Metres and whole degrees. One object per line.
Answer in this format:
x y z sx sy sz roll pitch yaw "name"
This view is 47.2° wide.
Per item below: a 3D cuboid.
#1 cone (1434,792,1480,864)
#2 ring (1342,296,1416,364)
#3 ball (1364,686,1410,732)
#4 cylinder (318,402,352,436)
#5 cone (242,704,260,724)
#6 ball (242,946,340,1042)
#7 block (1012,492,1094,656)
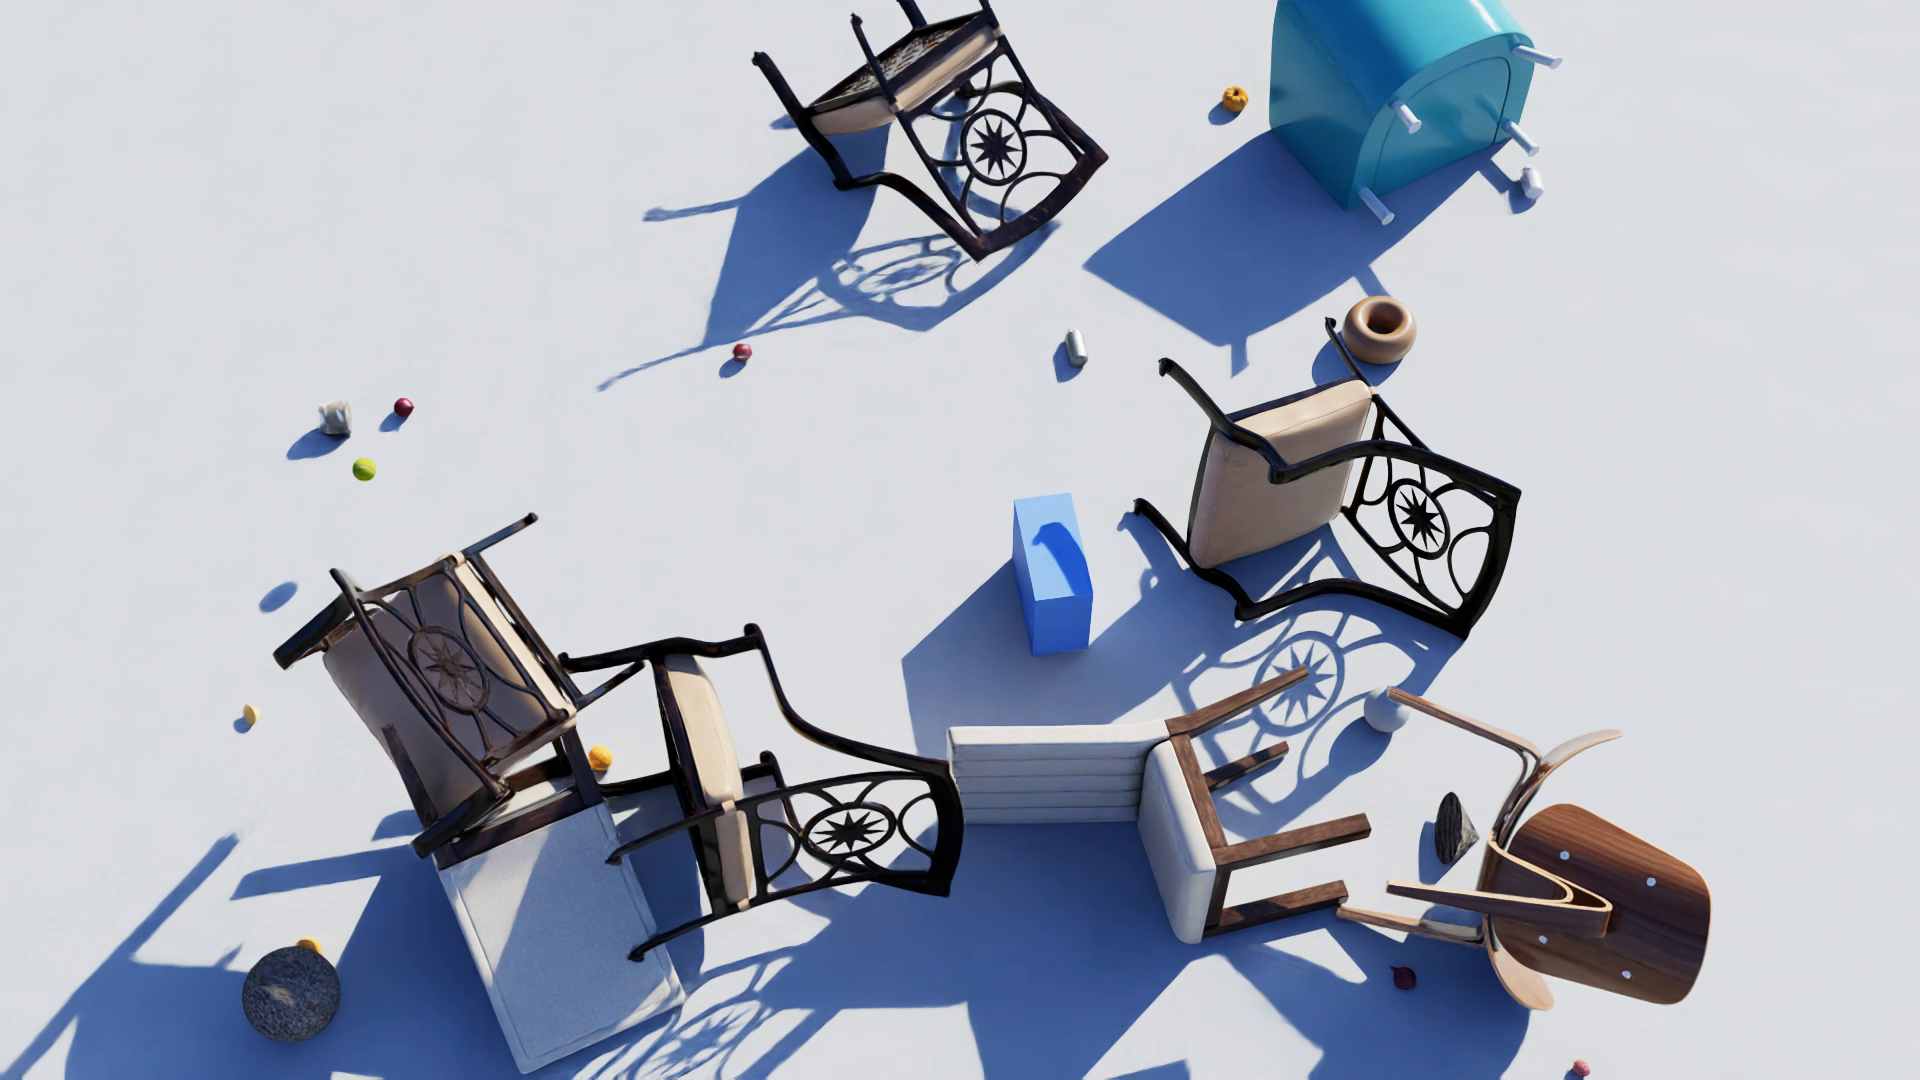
1.378 0.800 6.005 0.111 0.115 0.208 19 62 -22 "cone"
1.325 -0.663 6.949 0.242 0.118 0.231 -34 64 -22 "ring"
1.199 0.475 6.176 0.131 0.131 0.131 0 56 0 "ball"
-1.921 -0.373 6.767 0.082 0.100 0.078 -7 25 -4 "cylinder"
-1.998 0.488 6.233 0.041 0.052 0.062 -21 75 -53 "cone"
-1.716 1.166 5.645 0.243 0.243 0.243 0 56 0 "ball"
0.263 0.099 6.327 0.164 0.299 0.346 -8 56 -5 "block"
